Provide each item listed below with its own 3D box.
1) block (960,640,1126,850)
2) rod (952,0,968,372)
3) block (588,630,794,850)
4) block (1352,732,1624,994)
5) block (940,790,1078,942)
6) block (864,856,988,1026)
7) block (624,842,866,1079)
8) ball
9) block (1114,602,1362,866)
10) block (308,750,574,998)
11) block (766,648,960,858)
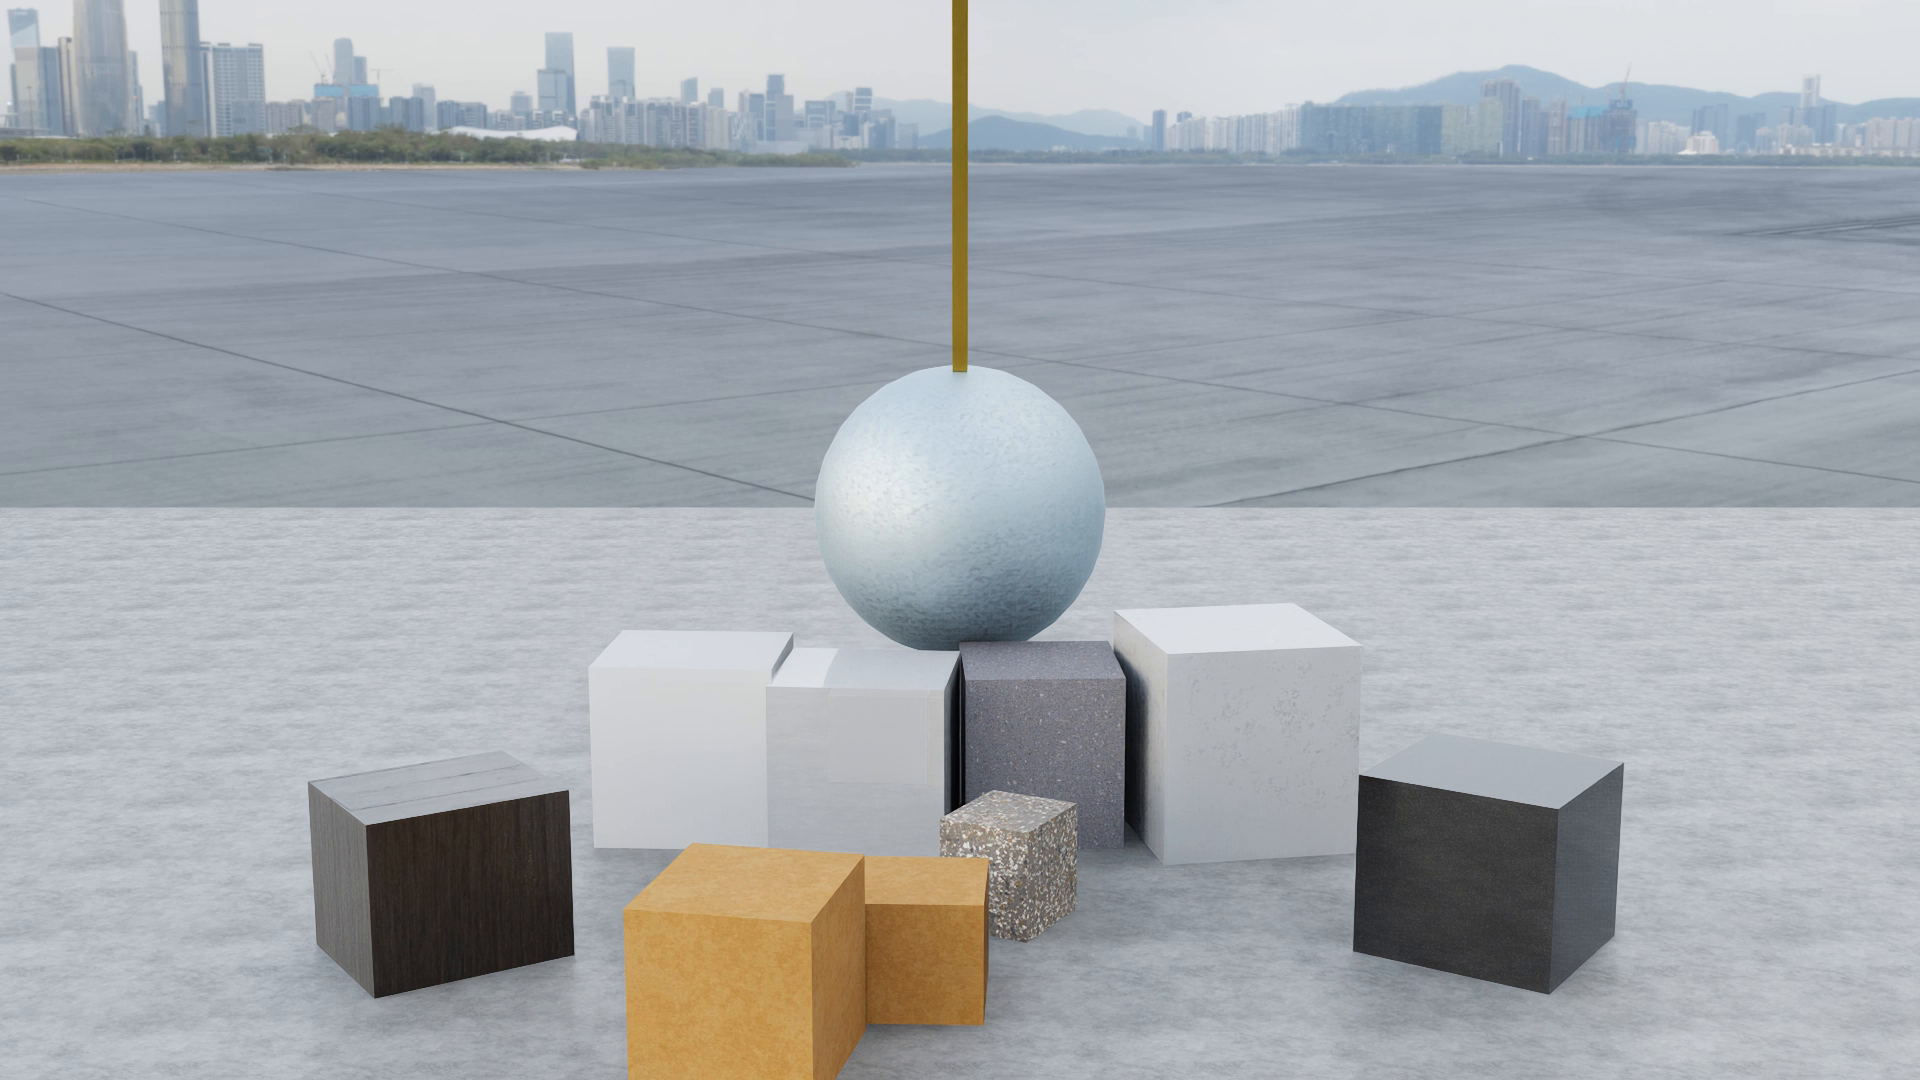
[{"bbox_3d":[0.408,1.046,11.356,0.794,0.880,0.836,0,10,-2],"label":"block"},{"bbox_3d":[0.000,-3.376,10.960,0.080,5.200,0.080,0,19,0],"label":"rod"},{"bbox_3d":[-1.363,1.018,11.363,0.911,0.932,0.840,1,10,3],"label":"block"},{"bbox_3d":[2.326,1.391,9.669,0.884,0.803,0.842,7,12,34],"label":"block"},{"bbox_3d":[0.224,1.478,10.022,0.441,0.506,0.507,6,12,28],"label":"block"},{"bbox_3d":[-0.170,1.647,9.093,0.557,0.505,0.590,0,10,3],"label":"block"},{"bbox_3d":[-0.804,1.654,8.416,0.711,0.734,0.785,2,11,12],"label":"block"},{"bbox_3d":[0.000,-0.159,12.061,1.600,1.600,1.600,0,10,0],"label":"ball"},{"bbox_3d":[1.392,0.966,11.281,0.990,1.063,1.026,-2,10,-10],"label":"block"},{"bbox_3d":[-2.264,1.432,9.597,0.894,0.748,0.755,-7,12,-33],"label":"block"},{"bbox_3d":[-0.471,1.083,11.112,0.870,0.894,0.832,1,10,5],"label":"block"}]
